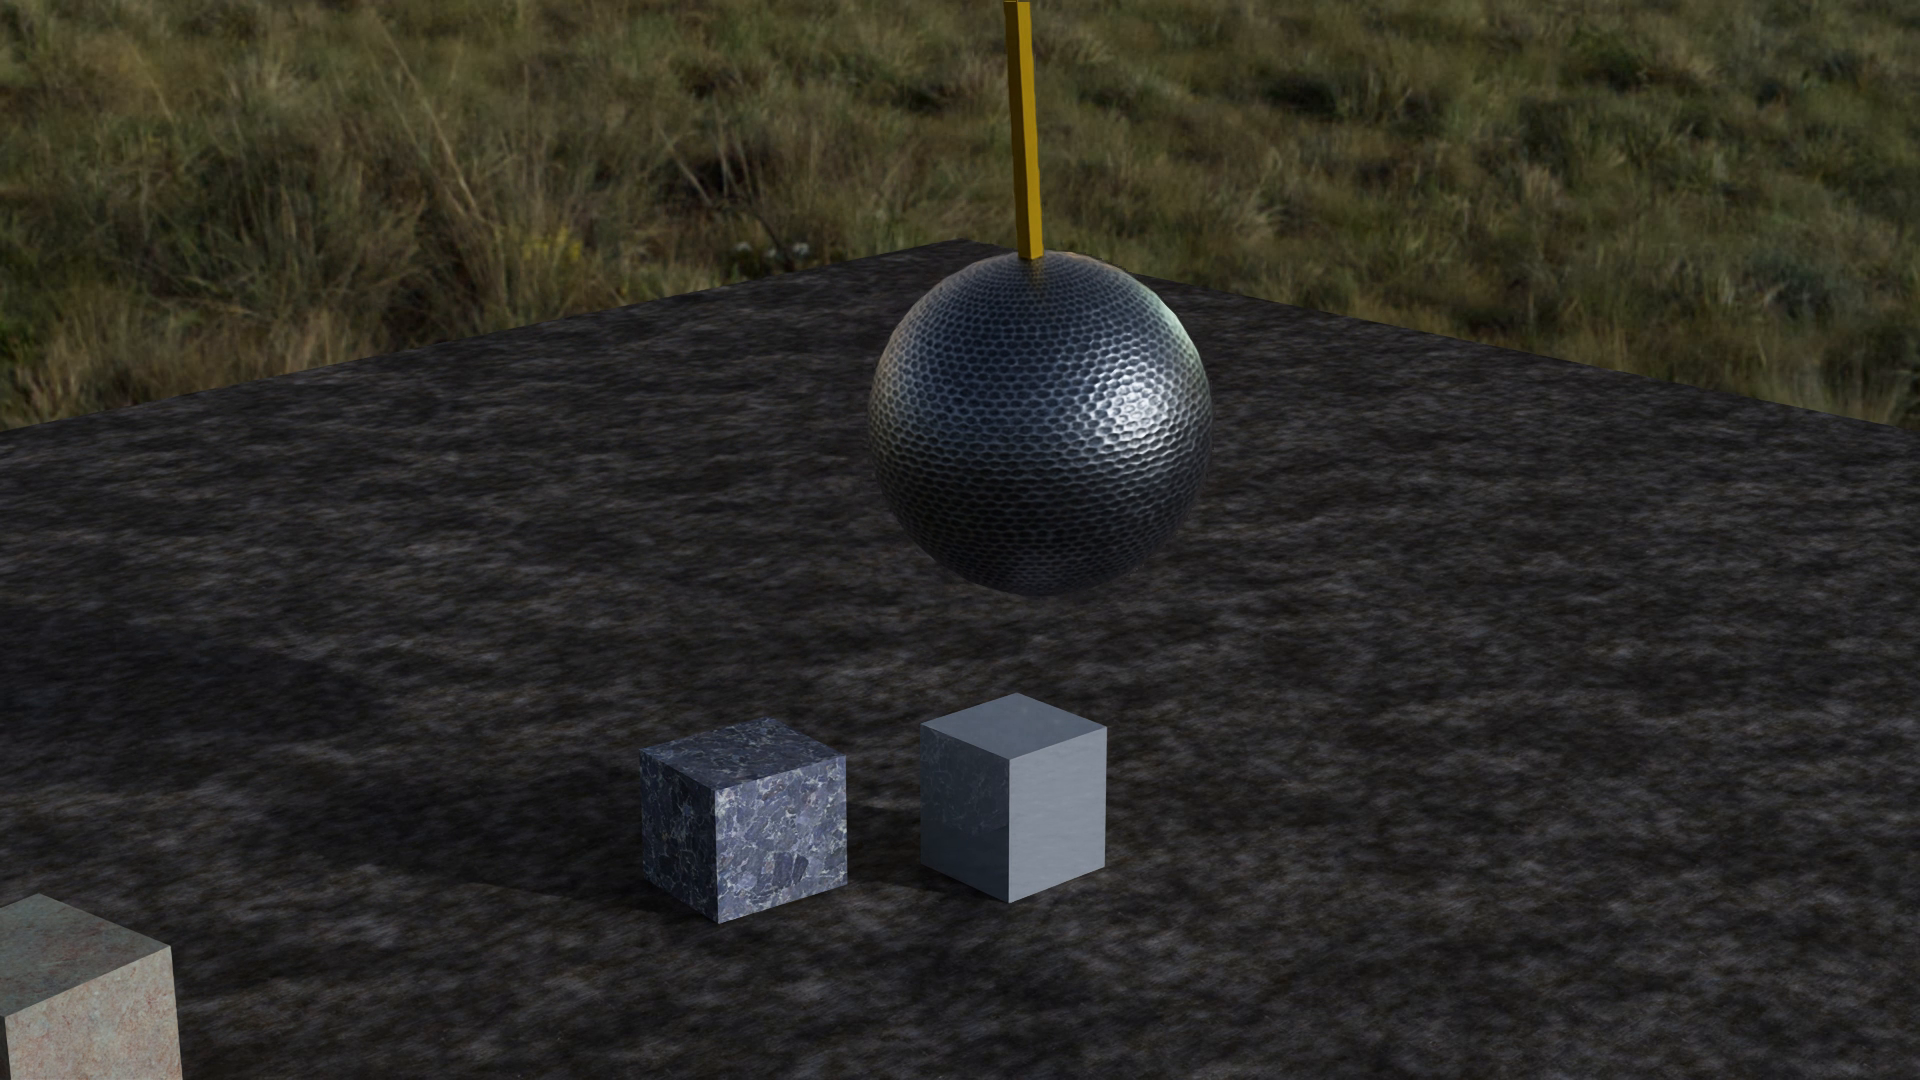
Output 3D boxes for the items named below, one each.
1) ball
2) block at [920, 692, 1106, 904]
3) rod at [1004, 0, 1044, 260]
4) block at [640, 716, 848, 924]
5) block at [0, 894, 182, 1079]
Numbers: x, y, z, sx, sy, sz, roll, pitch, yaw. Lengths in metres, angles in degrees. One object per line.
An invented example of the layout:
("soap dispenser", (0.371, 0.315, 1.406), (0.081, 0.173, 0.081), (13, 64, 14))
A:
("ball", (0.370, -0.540, 13.559), (1.600, 1.600, 1.600), (0, 17, 0))
("block", (0.243, 1.173, 13.458), (0.606, 0.692, 0.598), (-15, 23, -40))
("rod", (0.160, -3.709, 12.344), (0.080, 5.200, 0.080), (17, 29, 42))
("block", (-0.981, 1.257, 13.294), (0.698, 0.631, 0.625), (-13, 22, -35))
("block", (-3.534, 1.890, 11.158), (0.805, 0.704, 0.743), (13, 21, 35))
